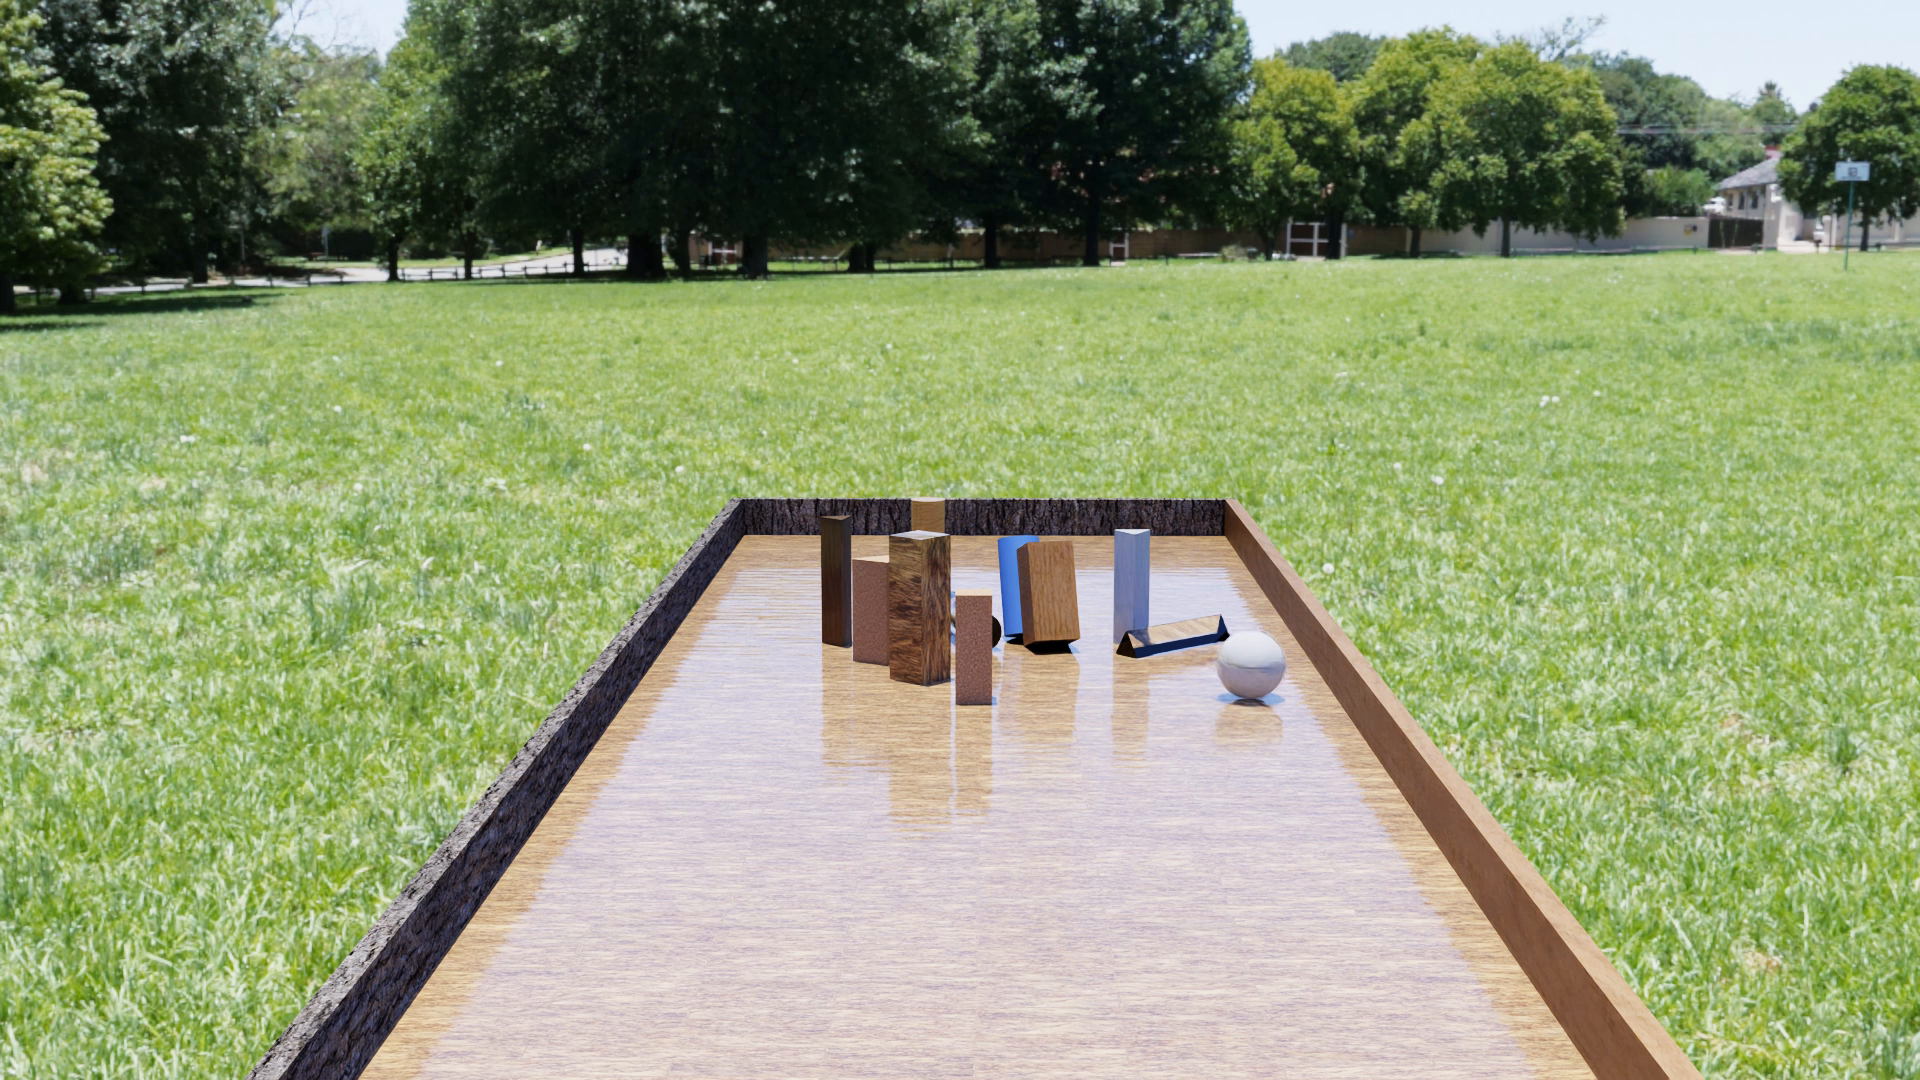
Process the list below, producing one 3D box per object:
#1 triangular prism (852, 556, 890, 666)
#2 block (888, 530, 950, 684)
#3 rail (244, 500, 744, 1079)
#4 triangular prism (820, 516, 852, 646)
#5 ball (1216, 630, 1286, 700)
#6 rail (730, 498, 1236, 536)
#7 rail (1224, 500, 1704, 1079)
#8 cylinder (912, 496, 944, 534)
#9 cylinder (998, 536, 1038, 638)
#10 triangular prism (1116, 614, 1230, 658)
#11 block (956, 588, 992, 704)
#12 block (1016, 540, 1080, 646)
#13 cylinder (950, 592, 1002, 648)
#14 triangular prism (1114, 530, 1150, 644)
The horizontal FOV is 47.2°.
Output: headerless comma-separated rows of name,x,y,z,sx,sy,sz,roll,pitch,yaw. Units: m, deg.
triangular prism,-0.242,0.210,6.683,0.130,0.314,0.112,5,11,31
block,-0.116,0.195,6.416,0.127,0.426,0.127,8,12,41
rail,-1.004,0.839,3.234,0.050,0.150,12.000,0,9,1
triangular prism,-0.374,0.126,6.927,0.096,0.403,0.083,8,12,43
ball,0.816,0.351,6.178,0.194,0.194,0.194,0,9,0
rail,0.099,-0.098,9.147,2.100,0.150,0.050,0,9,1
rail,1.046,0.843,3.208,0.050,0.150,12.000,0,9,1
cylinder,-0.100,0.099,6.914,0.106,0.460,0.106,0,9,0
cylinder,0.196,0.148,7.002,0.133,0.309,0.133,-4,-9,-1
triangular prism,0.670,0.296,6.878,0.418,0.078,0.091,-8,12,-40
block,0.038,0.297,6.152,0.102,0.308,0.102,0,9,0
block,0.275,0.168,6.873,0.145,0.308,0.145,-2,-9,-13
cylinder,0.020,0.257,6.997,0.122,0.122,0.391,-2,9,-15
triangular prism,0.555,0.149,6.912,0.095,0.361,0.110,-5,10,-31
